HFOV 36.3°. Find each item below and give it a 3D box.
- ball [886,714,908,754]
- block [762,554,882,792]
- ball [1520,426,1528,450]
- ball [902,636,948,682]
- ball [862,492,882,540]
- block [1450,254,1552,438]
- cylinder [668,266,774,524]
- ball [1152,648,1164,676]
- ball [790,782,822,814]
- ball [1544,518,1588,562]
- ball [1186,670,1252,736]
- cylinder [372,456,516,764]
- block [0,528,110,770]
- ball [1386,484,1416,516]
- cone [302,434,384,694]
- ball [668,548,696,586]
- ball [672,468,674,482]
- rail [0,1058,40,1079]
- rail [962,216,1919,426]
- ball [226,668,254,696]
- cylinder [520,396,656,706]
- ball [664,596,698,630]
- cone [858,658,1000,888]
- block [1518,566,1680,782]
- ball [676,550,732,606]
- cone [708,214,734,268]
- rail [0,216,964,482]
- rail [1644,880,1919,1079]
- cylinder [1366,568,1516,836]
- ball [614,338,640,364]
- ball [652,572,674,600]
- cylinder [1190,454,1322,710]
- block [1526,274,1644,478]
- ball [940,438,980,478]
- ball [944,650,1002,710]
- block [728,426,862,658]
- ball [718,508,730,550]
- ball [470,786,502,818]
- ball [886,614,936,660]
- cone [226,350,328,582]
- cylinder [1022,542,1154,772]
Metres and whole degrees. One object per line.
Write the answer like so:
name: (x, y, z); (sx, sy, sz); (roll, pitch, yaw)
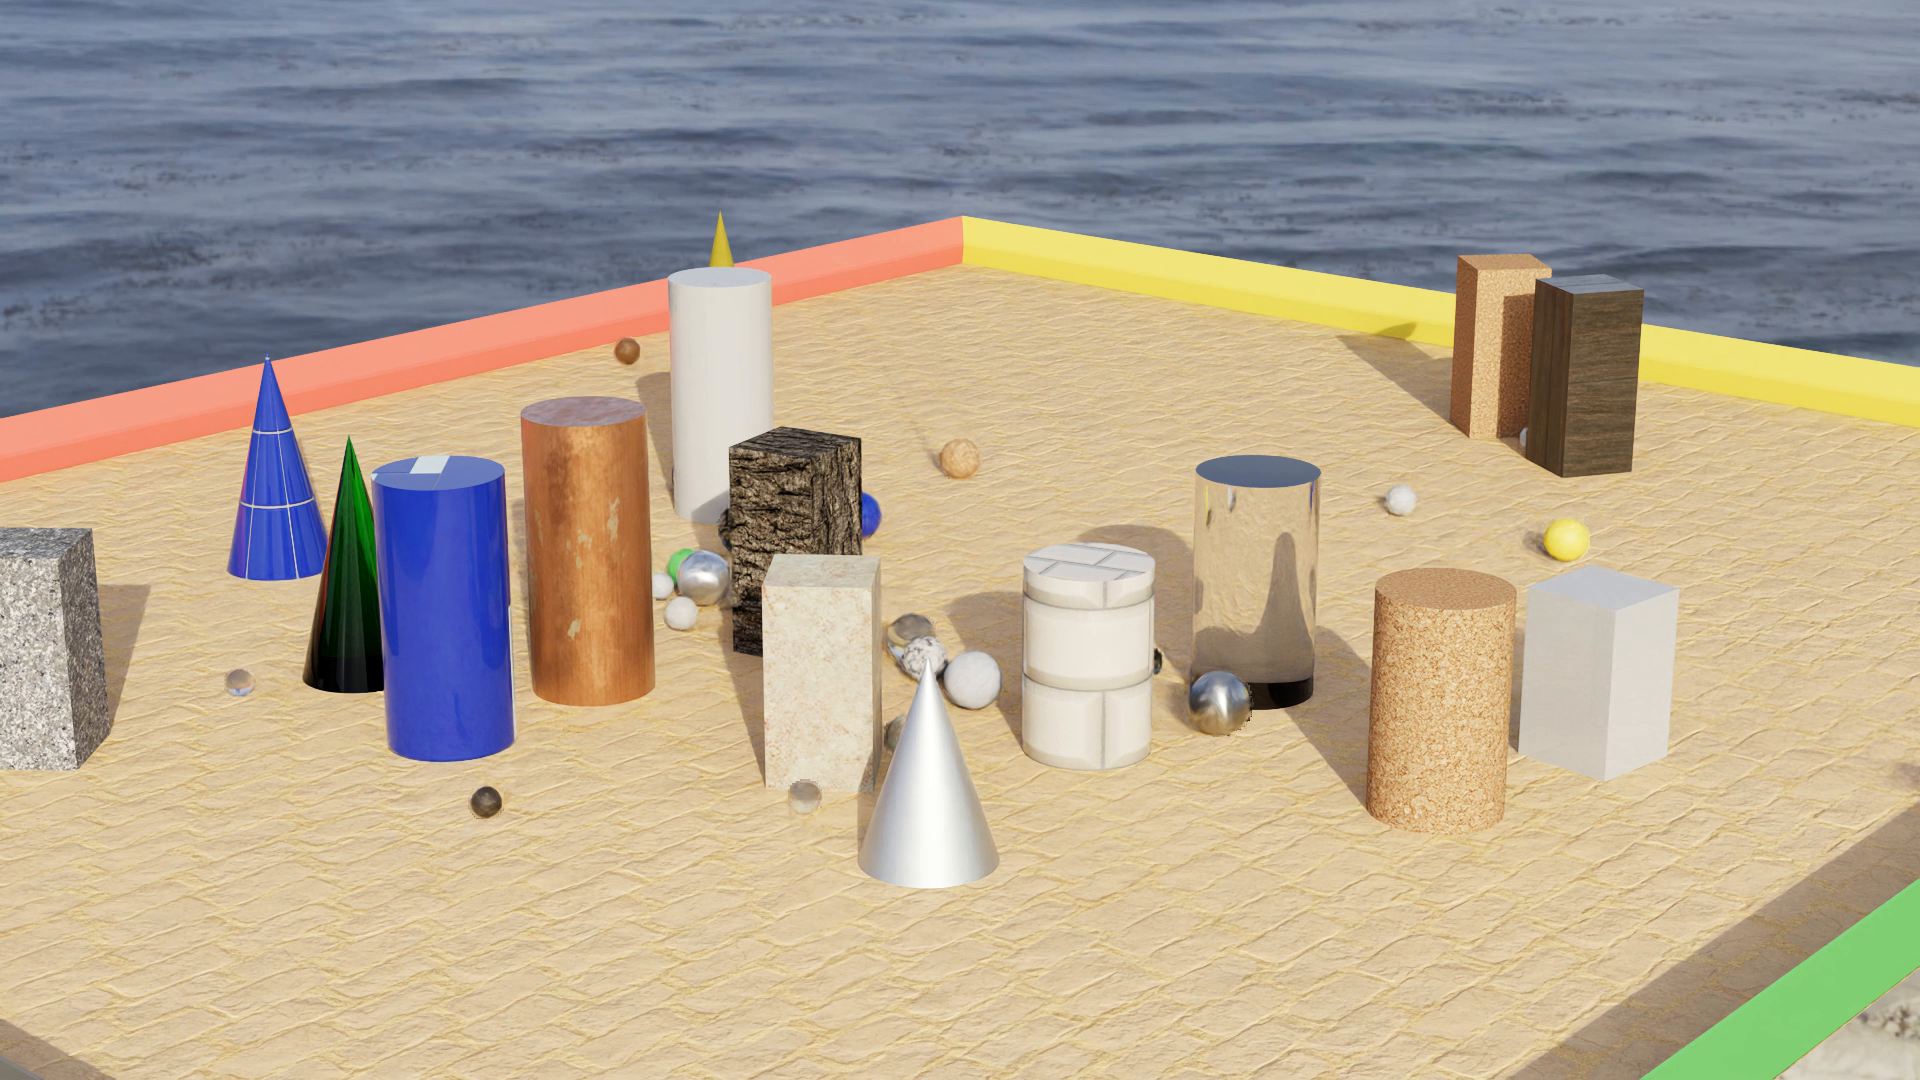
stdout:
ball: (-0.079, 0.293, 4.367); (0.064, 0.064, 0.064); (0, 17, 0)
block: (-0.199, 0.193, 4.273); (0.156, 0.310, 0.156); (1, 17, 3)
ball: (1.183, -0.209, 6.030); (0.063, 0.063, 0.063); (0, 17, 0)
ball: (-0.055, 0.191, 4.687); (0.074, 0.074, 0.074); (0, 17, 0)
ball: (-0.191, -0.046, 5.441); (0.091, 0.091, 0.091); (0, 17, 0)
block: (1.139, -0.410, 6.185); (0.156, 0.359, 0.156); (-2, 17, -6)
cylinder: (-0.452, -0.276, 5.576); (0.195, 0.455, 0.195); (0, 17, 0)
ball: (0.301, 0.195, 4.714); (0.051, 0.051, 0.051); (0, 17, 0)
ball: (-0.220, 0.365, 4.159); (0.046, 0.046, 0.046); (0, 17, 0)
ball: (1.098, -0.001, 5.314); (0.078, 0.078, 0.078); (0, 17, 0)
ball: (0.394, 0.248, 4.458); (0.097, 0.097, 0.097); (0, 17, 0)
cylinder: (-0.769, 0.102, 4.383); (0.195, 0.420, 0.195); (0, 17, 0)
block: (-1.376, 0.160, 4.351); (0.156, 0.327, 0.156); (1, 17, 2)
ball: (0.842, -0.076, 5.597); (0.060, 0.060, 0.060); (0, 17, 0)
cone: (-0.963, 0.023, 4.677); (0.195, 0.401, 0.195); (0, 17, 0)
ball: (-0.481, 0.050, 5.163); (0.069, 0.069, 0.069); (0, 17, 0)
ball: (-0.535, -0.128, 5.762); (0.064, 0.064, 0.064); (0, 17, 0)
rail: (-1.434, 0.509, 3.539); (3.824, 0.127, 0.045); (14, 22, 39)
rail: (1.434, -0.445, 6.702); (3.824, 0.127, 0.045); (14, 22, 39)
ball: (-1.137, 0.225, 4.627); (0.043, 0.043, 0.043); (0, 17, 0)
cylinder: (-0.583, 0.016, 4.612); (0.195, 0.452, 0.195); (0, 17, 0)
ball: (-0.469, 0.124, 4.937); (0.058, 0.058, 0.058); (0, 17, 0)
cone: (-0.043, 0.295, 3.960); (0.195, 0.295, 0.195); (0, 17, 0)
block: (0.945, 0.195, 4.345); (0.156, 0.263, 0.156); (-15, 22, -40)
ball: (-0.442, 0.065, 5.066); (0.095, 0.095, 0.095); (0, 17, 0)
cone: (-0.517, -0.506, 6.383); (0.195, 0.429, 0.195); (0, 17, 0)
rail: (-1.426, -0.326, 6.306); (0.045, 0.127, 4.422); (14, 22, 39)
rail: (1.426, 0.389, 3.935); (0.045, 0.127, 4.422); (14, 22, 39)
cylinder: (0.677, 0.225, 4.130); (0.195, 0.330, 0.195); (0, 17, 0)
ball: (-0.770, -0.437, 6.792); (0.060, 0.060, 0.060); (0, 17, 0)
ball: (-0.521, 0.080, 5.100); (0.048, 0.048, 0.048); (0, 17, 0)
cylinder: (0.464, 0.065, 4.610); (0.195, 0.360, 0.195); (0, 17, 0)
block: (1.254, -0.331, 5.897); (0.156, 0.375, 0.156); (-5, 18, -17)
ball: (0.000, -0.163, 5.847); (0.081, 0.081, 0.081); (0, 17, 0)
ball: (0.020, 0.218, 4.565); (0.092, 0.092, 0.092); (0, 17, 0)
block: (-0.267, 0.009, 4.814); (0.156, 0.349, 0.156); (9, 19, 29)
ball: (-0.393, -0.020, 5.346); (0.097, 0.097, 0.097); (0, 17, 0)
ball: (-0.669, 0.371, 4.143); (0.044, 0.044, 0.044); (0, 17, 0)
ball: (-0.079, 0.159, 4.781); (0.080, 0.080, 0.080); (0, 17, 0)
cone: (-1.225, -0.145, 5.238); (0.195, 0.399, 0.195); (0, 17, 0)
cylinder: (0.190, 0.172, 4.370); (0.195, 0.293, 0.195); (0, 17, 0)
